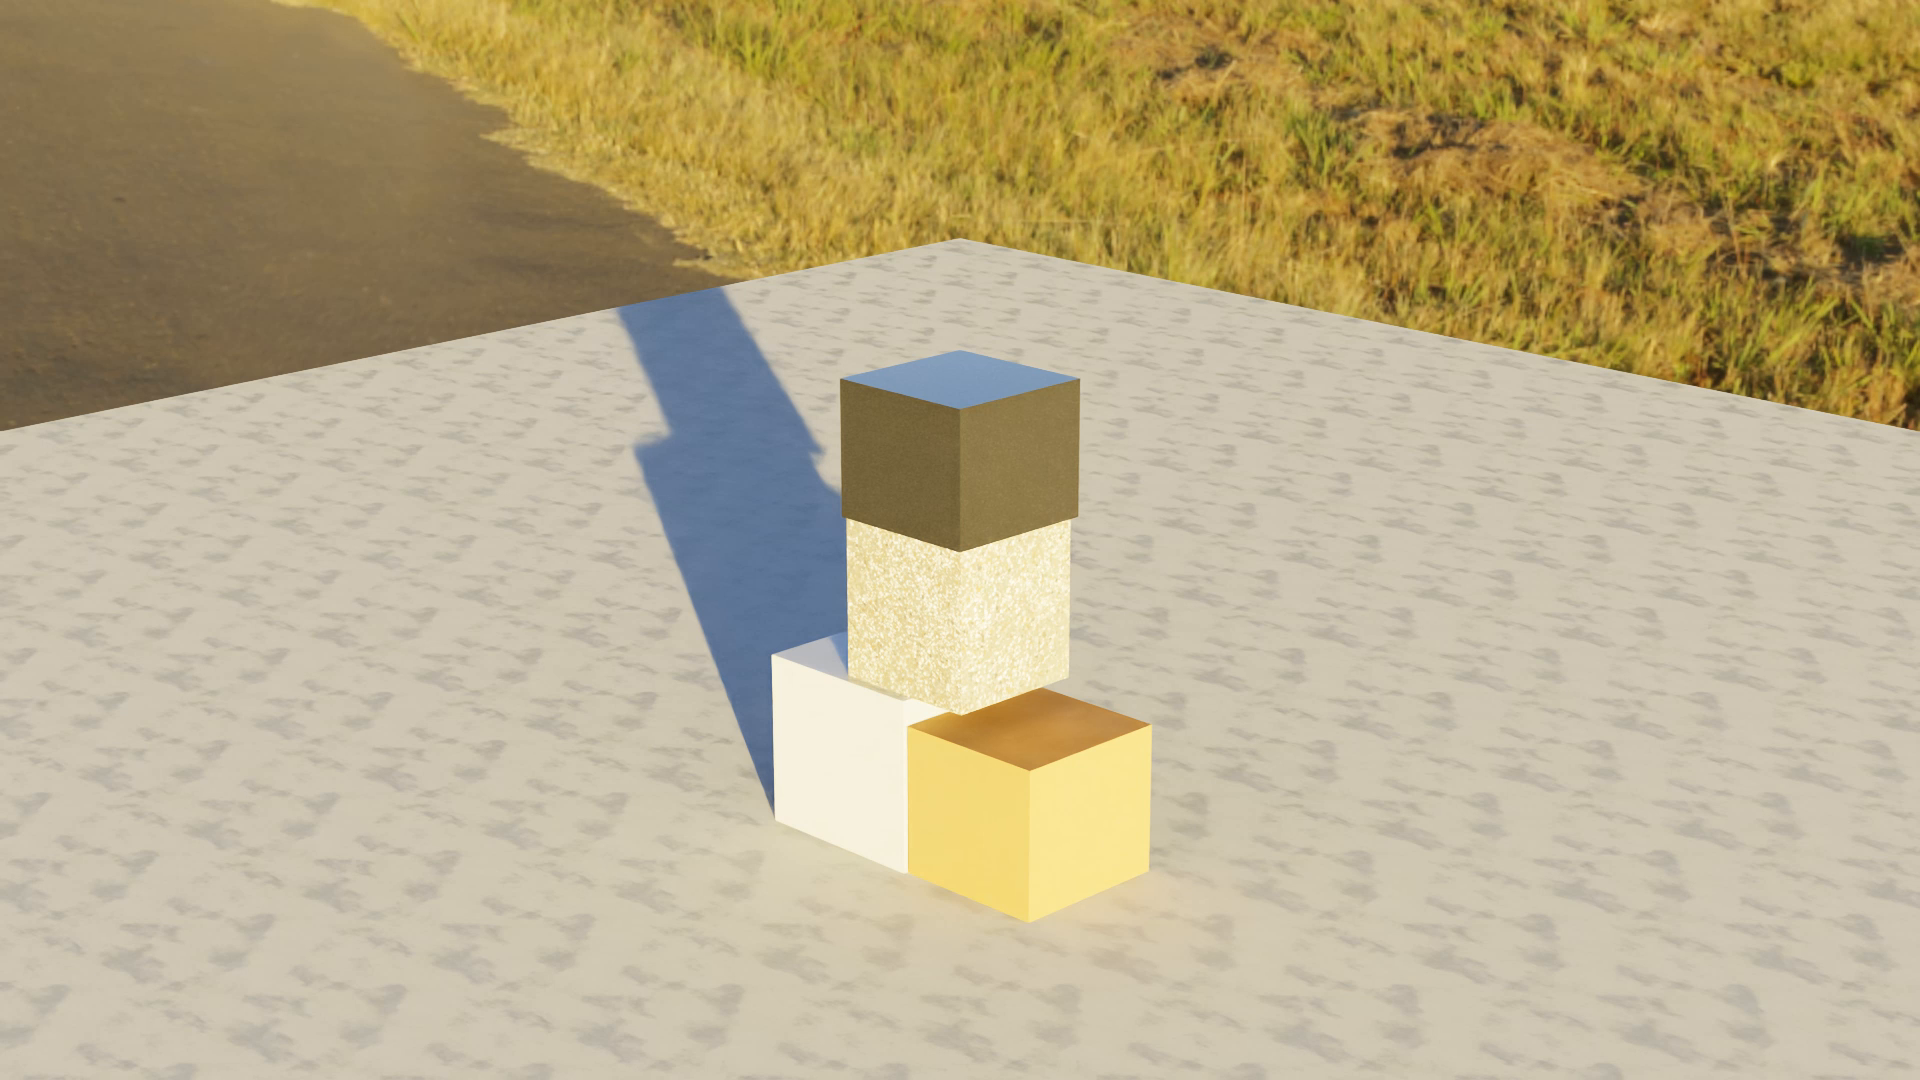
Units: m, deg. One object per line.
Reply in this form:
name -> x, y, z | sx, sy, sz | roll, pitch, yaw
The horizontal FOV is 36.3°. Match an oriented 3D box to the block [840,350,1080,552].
block -> 0.000, -0.414, 13.212 | 0.760, 0.647, 0.759 | -17, 24, -42

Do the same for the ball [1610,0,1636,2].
ball -> 3.645, -3.749, 15.984 | 1.600, 1.600, 1.600 | 0, 17, 0

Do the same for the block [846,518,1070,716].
block -> -0.007, 0.263, 13.417 | 0.701, 0.767, 0.735 | -17, 24, -42

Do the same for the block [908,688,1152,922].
block -> 0.316, 1.183, 13.378 | 0.799, 0.721, 0.764 | -17, 24, -42

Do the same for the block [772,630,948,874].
block -> -0.279, 0.948, 13.921 | 0.828, 0.843, 0.890 | -17, 24, -42
